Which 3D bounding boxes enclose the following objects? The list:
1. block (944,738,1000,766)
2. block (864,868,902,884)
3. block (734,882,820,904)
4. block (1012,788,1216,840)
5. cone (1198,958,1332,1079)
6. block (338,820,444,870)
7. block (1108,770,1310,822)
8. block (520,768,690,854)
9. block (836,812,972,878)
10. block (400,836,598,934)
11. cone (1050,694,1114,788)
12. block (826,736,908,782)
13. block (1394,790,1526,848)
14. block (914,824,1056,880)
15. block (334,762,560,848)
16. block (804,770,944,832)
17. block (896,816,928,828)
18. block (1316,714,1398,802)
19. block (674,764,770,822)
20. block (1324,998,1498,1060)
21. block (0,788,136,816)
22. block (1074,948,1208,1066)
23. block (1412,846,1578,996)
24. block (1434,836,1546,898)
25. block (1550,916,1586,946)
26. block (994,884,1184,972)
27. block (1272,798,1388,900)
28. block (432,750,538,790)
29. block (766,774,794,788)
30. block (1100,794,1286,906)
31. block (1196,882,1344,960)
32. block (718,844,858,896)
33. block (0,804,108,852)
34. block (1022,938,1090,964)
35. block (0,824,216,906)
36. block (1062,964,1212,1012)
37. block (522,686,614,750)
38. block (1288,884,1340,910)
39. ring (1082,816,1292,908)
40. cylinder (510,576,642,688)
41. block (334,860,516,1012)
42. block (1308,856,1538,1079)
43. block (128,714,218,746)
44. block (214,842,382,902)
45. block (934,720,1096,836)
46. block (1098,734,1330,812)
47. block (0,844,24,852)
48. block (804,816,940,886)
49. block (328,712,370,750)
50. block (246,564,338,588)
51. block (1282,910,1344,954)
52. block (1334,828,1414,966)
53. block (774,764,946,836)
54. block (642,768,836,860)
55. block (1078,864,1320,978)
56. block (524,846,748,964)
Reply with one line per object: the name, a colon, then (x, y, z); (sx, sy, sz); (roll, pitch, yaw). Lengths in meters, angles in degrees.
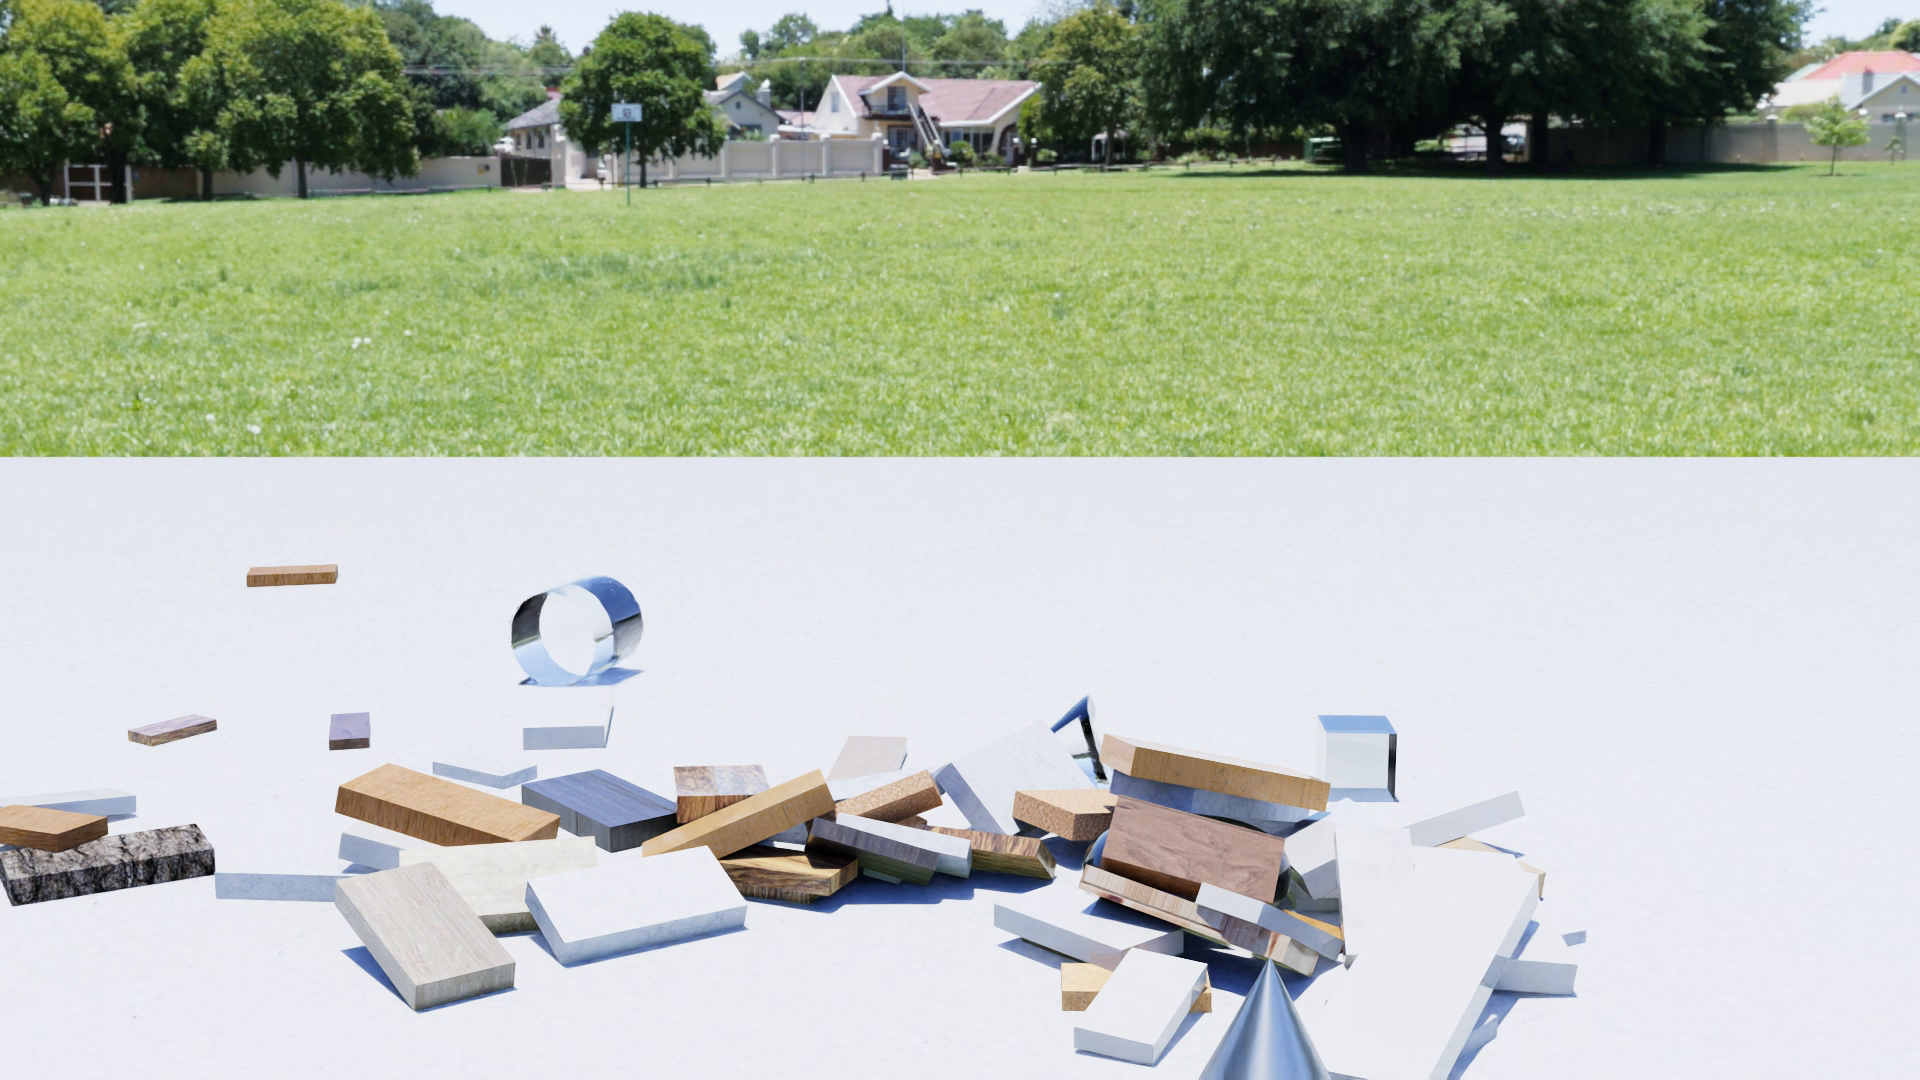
block: (0.034, 0.442, 4.373); (0.119, 0.034, 0.239); (-1, 11, -3)
block: (-0.112, 0.546, 3.775); (0.065, 0.018, 0.130); (13, 22, 15)
block: (-0.331, 0.569, 3.701); (0.214, 0.030, 0.107); (4, 11, 19)
block: (0.279, 0.489, 3.937); (0.336, 0.048, 0.168); (4, 6, -37)
cone: (0.382, 0.636, 2.735); (0.250, 0.250, 0.250); (0, 11, 0)
block: (-0.853, 0.528, 3.684); (0.324, 0.046, 0.162); (14, 11, 6)
block: (0.454, 0.457, 3.934); (0.168, 0.048, 0.414); (11, -1, 38)
block: (-0.654, 0.495, 4.049); (0.167, 0.047, 0.333); (-8, 13, -38)
block: (-0.094, 0.514, 3.696); (0.226, 0.032, 0.113); (11, -24, 7)
block: (-0.739, 0.559, 3.535); (0.311, 0.044, 0.156); (-3, 38, -14)
cone: (0.178, 0.418, 4.239); (0.198, 0.198, 0.198); (-16, 8, 8)
block: (-0.187, 0.456, 4.296); (0.119, 0.034, 0.419); (1, 11, 5)
block: (0.815, 0.505, 3.815); (0.325, 0.046, 0.162); (-9, -12, -40)
block: (0.041, 0.529, 3.736); (0.226, 0.032, 0.113); (4, -26, 20)
block: (-0.868, 0.466, 3.735); (0.333, 0.047, 0.167); (15, 11, 12)
block: (-0.147, 0.463, 3.765); (0.226, 0.032, 0.113); (-21, -24, 0)
block: (-0.157, 0.522, 3.882); (0.095, 0.027, 0.191); (18, 25, 39)
block: (0.760, 0.419, 4.228); (0.133, 0.133, 0.133); (0, 11, 1)
block: (-0.432, 0.457, 3.979); (0.165, 0.047, 0.330); (0, 3, -9)
block: (0.638, 0.677, 3.117); (0.215, 0.030, 0.108); (9, 14, 40)
block: (-1.650, 0.488, 4.034); (0.237, 0.031, 0.111); (-1, 3, -44)
block: (0.257, 0.657, 3.108); (0.116, 0.033, 0.232); (8, 21, 23)
block: (0.809, 0.581, 3.393); (0.179, 0.051, 0.358); (5, 18, -3)
block: (0.793, 0.569, 3.593); (0.325, 0.046, 0.162); (-9, 23, -41)
block: (0.899, 0.621, 3.446); (0.148, 0.021, 0.074); (-5, 12, -26)
block: (0.195, 0.594, 3.374); (0.136, 0.039, 0.273); (-9, 14, -42)
block: (0.619, 0.511, 3.665); (0.162, 0.046, 0.325); (-26, 3, -1)
block: (-0.937, 0.452, 4.336); (0.191, 0.027, 0.095); (7, 13, 33)
block: (-0.377, 0.486, 4.154); (0.095, 0.027, 0.191); (8, 13, 37)
block: (0.367, 0.498, 3.472); (0.273, 0.039, 0.136); (14, 42, 7)
block: (0.468, 0.576, 3.315); (0.116, 0.033, 0.232); (12, -13, 44)
block: (-0.291, 0.546, 3.655); (0.214, 0.030, 0.107); (5, 11, 23)
block: (-1.608, 0.500, 3.826); (0.222, 0.031, 0.111); (3, 10, 24)
block: (0.210, 0.623, 3.410); (0.108, 0.030, 0.215); (-10, 14, -42)
block: (-1.454, 0.552, 3.750); (0.324, 0.046, 0.162); (-6, 12, -29)
block: (0.257, 0.657, 3.226); (0.215, 0.030, 0.108); (0, 11, 2)
block: (-0.832, 0.377, 4.687); (0.167, 0.047, 0.333); (-1, 11, -6)
block: (0.620, 0.587, 3.626); (0.148, 0.021, 0.074); (-1, 11, -3)
ring: (0.372, 0.543, 3.616); (0.343, 0.114, 0.343); (-1, 11, 0)
cylinder: (-0.888, 0.210, 5.109); (0.221, 0.221, 0.221); (4, 11, 21)
block: (-0.812, 0.594, 3.327); (0.156, 0.044, 0.311); (-8, 27, -36)
block: (0.654, 0.619, 3.108); (0.179, 0.051, 0.623); (5, 21, 27)
block: (-1.657, 0.400, 4.630); (0.080, 0.023, 0.160); (7, 13, 34)
block: (-1.065, 0.560, 3.707); (0.324, 0.046, 0.162); (1, 11, 4)
block: (0.106, 0.445, 4.028); (0.048, 0.168, 0.336); (-46, -15, 29)
block: (0.440, 0.403, 3.813); (0.358, 0.051, 0.179); (12, -1, -13)
block: (-1.706, 0.529, 3.825); (0.140, 0.020, 0.070); (2, 12, 19)
block: (-0.148, 0.519, 3.658); (0.214, 0.030, 0.107); (17, -24, -3)
block: (-1.283, 0.401, 4.623); (0.080, 0.023, 0.211); (-3, 11, -14)
block: (-1.886, 0.100, 6.215); (0.239, 0.034, 0.119); (-2, 11, -12)
block: (0.544, 0.619, 3.458); (0.074, 0.021, 0.148); (-9, 14, -41)
block: (0.648, 0.553, 3.413); (0.116, 0.033, 0.232); (1, 48, 3)
block: (-0.199, 0.470, 3.964); (0.330, 0.047, 0.165); (-12, 5, 23)
block: (-0.377, 0.485, 3.733); (0.330, 0.047, 0.165); (-22, 5, -6)
block: (0.361, 0.578, 3.343); (0.350, 0.039, 0.136); (16, -11, 32)
block: (-0.511, 0.575, 3.480); (0.311, 0.044, 0.156); (-7, 34, -32)
